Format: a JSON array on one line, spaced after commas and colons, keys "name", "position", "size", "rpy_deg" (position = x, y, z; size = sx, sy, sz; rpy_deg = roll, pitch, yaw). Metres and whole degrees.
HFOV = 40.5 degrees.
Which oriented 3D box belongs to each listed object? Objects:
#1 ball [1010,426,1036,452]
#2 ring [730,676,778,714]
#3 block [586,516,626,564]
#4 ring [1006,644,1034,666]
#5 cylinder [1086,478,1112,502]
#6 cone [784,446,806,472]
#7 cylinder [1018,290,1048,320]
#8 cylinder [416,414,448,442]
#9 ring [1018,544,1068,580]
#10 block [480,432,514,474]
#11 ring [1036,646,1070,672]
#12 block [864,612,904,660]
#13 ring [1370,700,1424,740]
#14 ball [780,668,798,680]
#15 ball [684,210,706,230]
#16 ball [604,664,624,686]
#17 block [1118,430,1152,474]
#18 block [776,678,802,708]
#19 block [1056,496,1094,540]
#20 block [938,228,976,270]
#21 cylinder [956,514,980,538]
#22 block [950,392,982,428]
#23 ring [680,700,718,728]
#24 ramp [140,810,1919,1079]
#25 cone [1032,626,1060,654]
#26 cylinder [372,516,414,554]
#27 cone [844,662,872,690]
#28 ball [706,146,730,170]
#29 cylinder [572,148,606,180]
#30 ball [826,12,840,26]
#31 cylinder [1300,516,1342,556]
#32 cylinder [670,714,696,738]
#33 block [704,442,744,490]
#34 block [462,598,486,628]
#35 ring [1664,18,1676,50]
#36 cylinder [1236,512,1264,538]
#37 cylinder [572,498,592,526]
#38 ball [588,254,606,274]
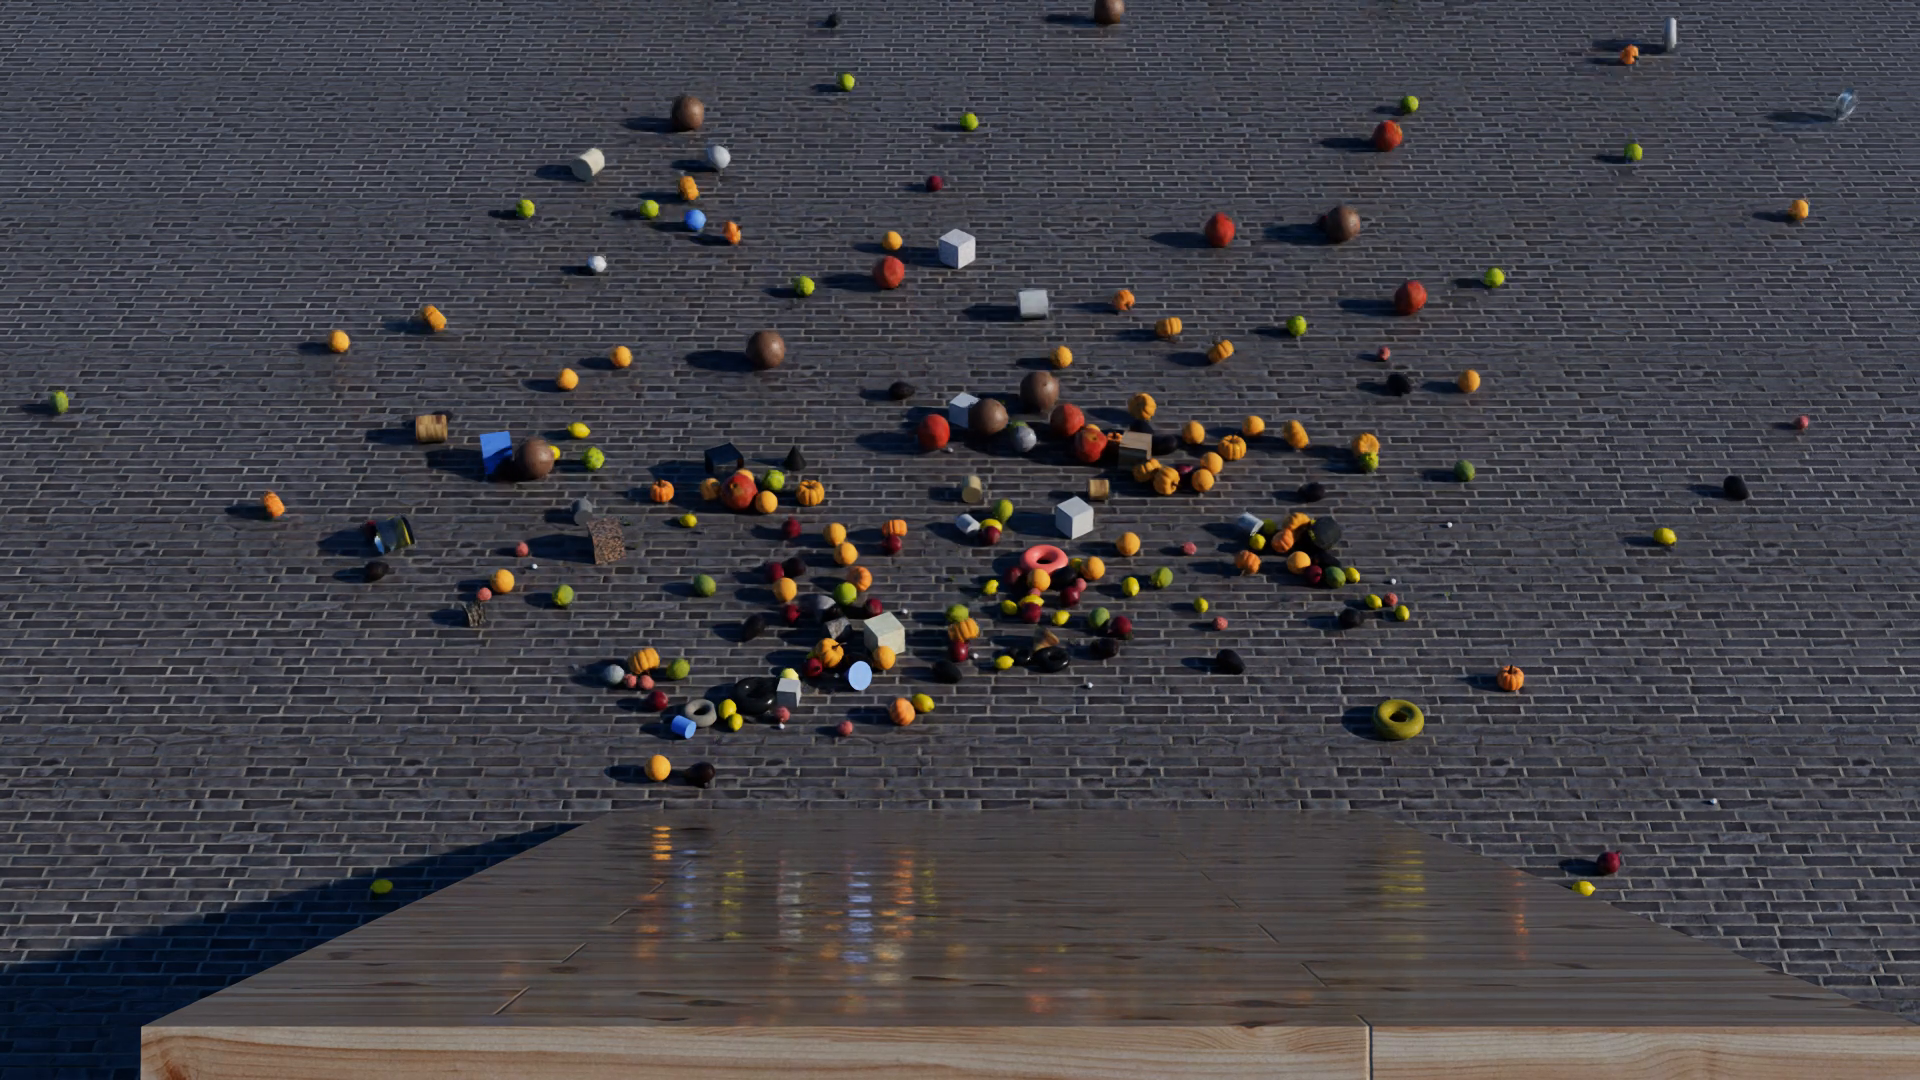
[{"name": "ball", "position": [0.202, -0.325, 8.369], "size": [0.087, 0.087, 0.087], "rpy_deg": [0, 37, 0]}, {"name": "ring", "position": [-0.583, 0.441, 7.380], "size": [0.139, 0.046, 0.139], "rpy_deg": [0, 38, 0]}, {"name": "block", "position": [-1.078, 0.000, 7.928], "size": [0.094, 0.094, 0.094], "rpy_deg": [-11, 38, -15]}, {"name": "ring", "position": [0.174, 0.333, 7.539], "size": [0.079, 0.026, 0.079], "rpy_deg": [-1, 38, 0]}, {"name": "cylinder", "position": [0.434, -0.157, 8.165], "size": [0.063, 0.063, 0.063], "rpy_deg": [-28, 40, 1]}, {"name": "cone", "position": [-0.529, -0.273, 8.309], "size": [0.076, 0.076, 0.076], "rpy_deg": [0, 37, 0]}, {"name": "cylinder", "position": [0.251, -0.817, 9.019], "size": [0.097, 0.097, 0.097], "rpy_deg": [-3, 37, -4]}, {"name": "cylinder", "position": [-1.710, -0.361, 8.417], "size": [0.088, 0.088, 0.088], "rpy_deg": [-2, 37, -3]}, {"name": "ring", "position": [0.253, 0.068, 7.875], "size": [0.150, 0.050, 0.150], "rpy_deg": [-1, 36, 1]}, {"name": "block", "position": [-1.478, -0.279, 8.304], "size": [0.092, 0.092, 0.092], "rpy_deg": [-8, 38, -11]}, {"name": "ring", "position": [0.271, 0.344, 7.520], "size": [0.098, 0.033, 0.098], "rpy_deg": [-1, 37, 1]}, {"name": "block", "position": [-0.220, 0.279, 7.561], "size": [0.088, 0.088, 0.088], "rpy_deg": [-19, 41, -24]}, {"name": "ring", "position": [1.227, 0.503, 7.294], "size": [0.148, 0.049, 0.148], "rpy_deg": [-1, 37, 1]}, {"name": "ball", "position": [-0.489, 0.395, 7.433], "size": [0.055, 0.055, 0.055], "rpy_deg": [0, 37, 0]}, {"name": "ball", "position": [-0.969, -1.170, 9.507], "size": [0.079, 0.079, 0.079], "rpy_deg": [0, 37, 0]}, {"name": "ball", "position": [-0.990, 0.386, 7.440], "size": [0.061, 0.061, 0.061], "rpy_deg": [0, 37, 0]}, {"name": "block", "position": [0.560, -0.282, 8.309], "size": [0.090, 0.090, 0.090], "rpy_deg": [9, 38, 11]}, {"name": "block", "position": [-0.486, 0.434, 7.379], "size": [0.057, 0.057, 0.057], "rpy_deg": [5, 37, 7]}, {"name": "block", "position": [0.353, -0.069, 8.030], "size": [0.083, 0.083, 0.083], "rpy_deg": [-24, 43, -29]}, {"name": "block", "position": [-0.011, -1.044, 9.326], "size": [0.093, 0.093, 0.093], "rpy_deg": [27, 45, 32]}, {"name": "cylinder", "position": [0.026, -0.044, 8.021], "size": [0.055, 0.055, 0.055], "rpy_deg": [-24, 43, -28]}, {"name": "block", "position": [0.017, -0.424, 8.512], "size": [0.075, 0.075, 0.075], "rpy_deg": [22, 42, 27]}, {"name": "ring", "position": [-0.733, 0.488, 7.324], "size": [0.107, 0.036, 0.107], "rpy_deg": [1, 37, -1]}, {"name": "ramp", "position": [0.081, 0.682, 4.916], "size": [2.000, 0.100, 4.000], "rpy_deg": [0, -2, 0]}, {"name": "cone", "position": [0.230, 0.307, 7.565], "size": [0.085, 0.085, 0.085], "rpy_deg": [27, 71, 31]}, {"name": "cylinder", "position": [-1.733, -0.016, 7.948], "size": [0.096, 0.096, 0.096], "rpy_deg": [-21, 42, -26]}, {"name": "cone", "position": [-0.312, 0.387, 7.458], "size": [0.083, 0.083, 0.083], "rpy_deg": [-32, 20, -35]}, {"name": "ball", "position": [-0.918, -1.450, 9.873], "size": [0.090, 0.090, 0.090], "rpy_deg": [0, 37, 0]}, {"name": "cylinder", "position": [-1.405, -1.420, 9.829], "size": [0.093, 0.093, 0.093], "rpy_deg": [15, 39, 19]}, {"name": "ball", "position": [-0.528, -2.175, 10.870], "size": [0.056, 0.056, 0.056], "rpy_deg": [0, 37, 0]}, {"name": "cylinder", "position": [1.101, -0.010, 7.944], "size": [0.092, 0.092, 0.092], "rpy_deg": [26, 44, 30]}, {"name": "cylinder", "position": [-0.773, 0.522, 7.266], "size": [0.051, 0.051, 0.051], "rpy_deg": [31, 46, 22]}, {"name": "block", "position": [-0.746, -0.235, 8.244], "size": [0.093, 0.093, 0.093], "rpy_deg": [-19, 41, -23]}, {"name": "block", "position": [-1.433, 0.216, 7.675], "size": [0.053, 0.053, 0.053], "rpy_deg": [-18, 40, -23]}, {"name": "ring", "position": [2.912, -2.074, 10.664], "size": [0.044, 0.132, 0.132], "rpy_deg": [3, 36, 16]}, {"name": "cylinder", "position": [0.896, -0.044, 8.015], "size": [0.060, 0.060, 0.060], "rpy_deg": [-29, 46, -33]}, {"name": "cylinder", "position": [-1.171, -0.087, 8.074], "size": [0.059, 0.059, 0.059], "rpy_deg": [-5, 37, -7]}, {"name": "ball", "position": [-1.295, -0.982, 9.266], "size": [0.066, 0.066, 0.066], "rpy_deg": [0, 37, 0]}]
